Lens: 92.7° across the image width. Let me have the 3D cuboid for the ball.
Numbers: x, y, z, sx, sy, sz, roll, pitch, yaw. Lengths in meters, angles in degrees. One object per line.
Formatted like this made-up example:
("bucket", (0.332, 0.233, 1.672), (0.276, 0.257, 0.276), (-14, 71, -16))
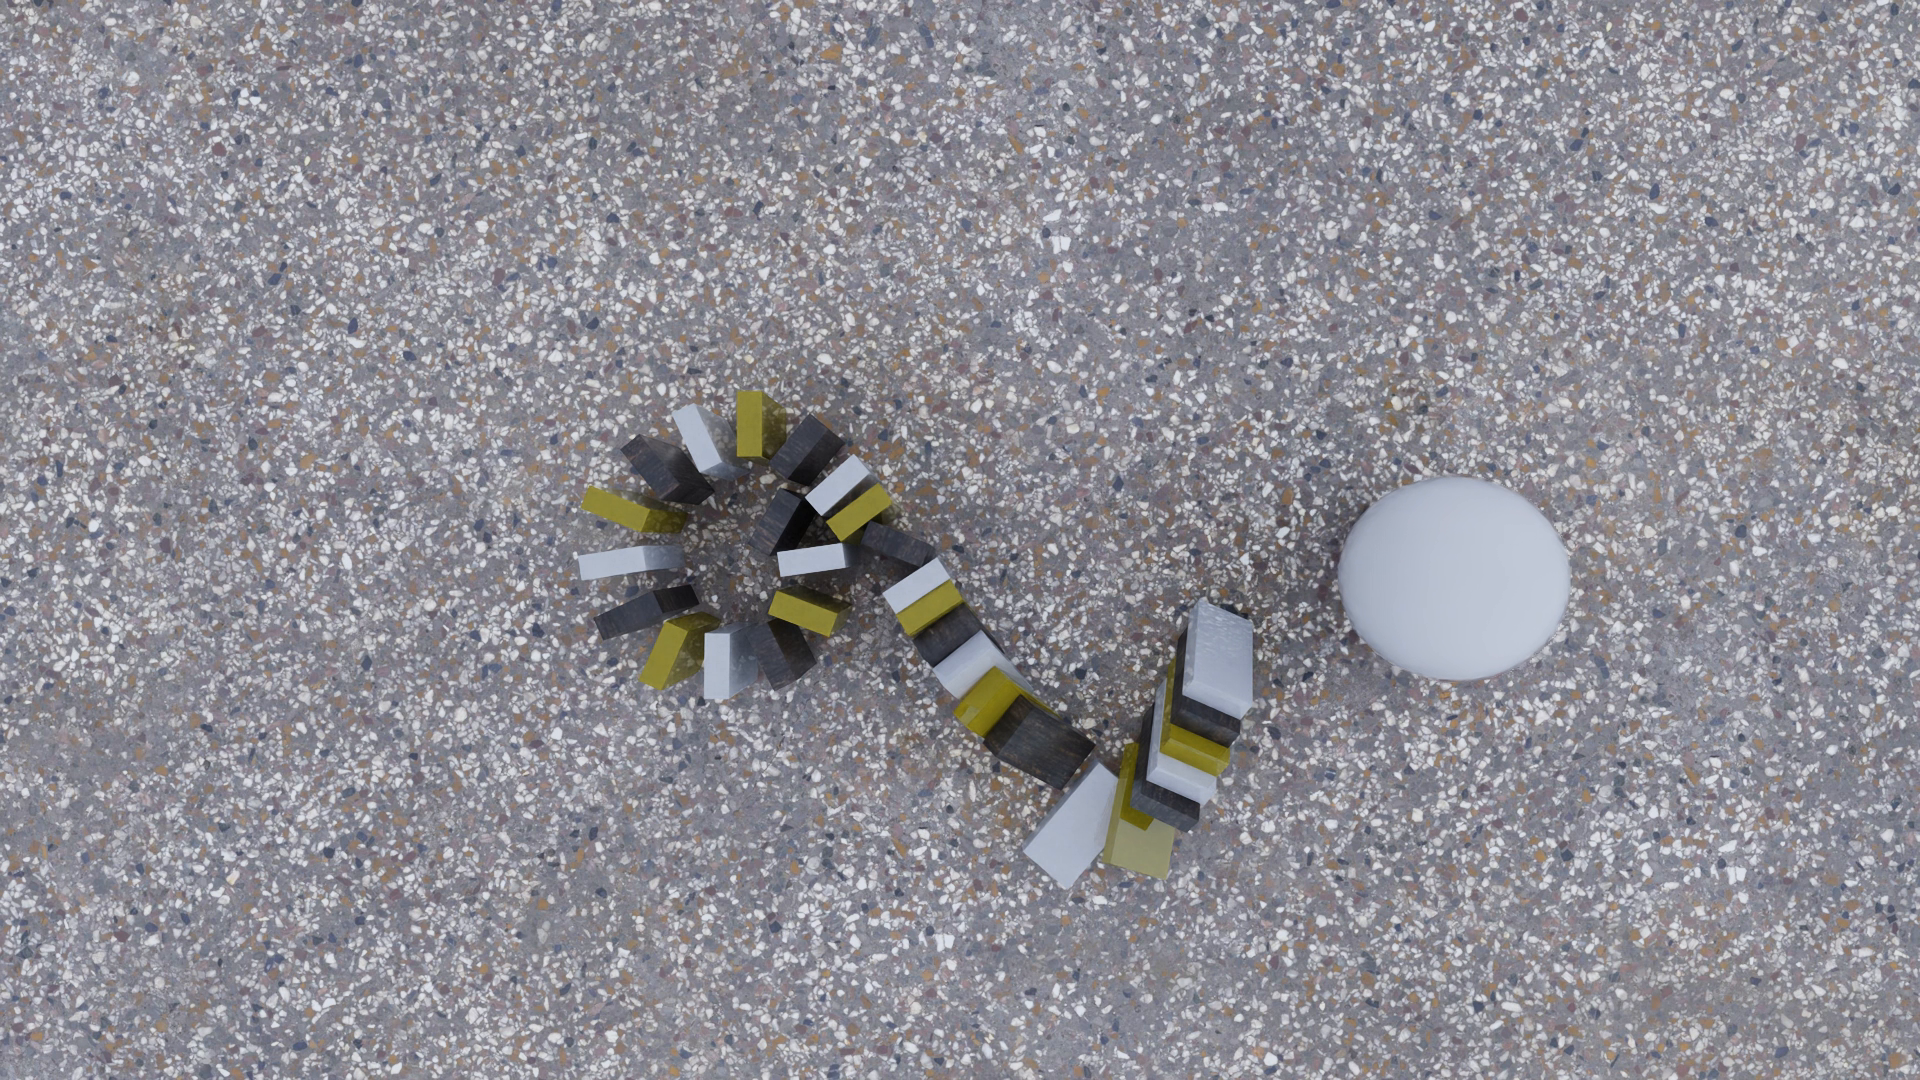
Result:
("ball", (0.192, 0.015, 0.360), (0.080, 0.080, 0.080), (0, 90, 0))

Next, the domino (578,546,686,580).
("domino", (-0.133, 0.009, 0.375), (0.025, 0.050, 0.009), (-9, 90, 0))

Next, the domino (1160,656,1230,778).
("domino", (0.098, 0.071, 0.378), (0.025, 0.050, 0.009), (24, 129, 0))

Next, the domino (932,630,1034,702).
("domino", (0.010, 0.058, 0.377), (0.025, 0.050, 0.010), (-39, 53, 0))

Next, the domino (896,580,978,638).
("domino", (-0.008, 0.031, 0.375), (0.025, 0.050, 0.010), (-33, 76, 0))

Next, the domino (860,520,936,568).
("domino", (-0.024, 0.003, 0.374), (0.025, 0.050, 0.010), (22, 88, 2))

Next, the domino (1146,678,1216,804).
("domino", (0.092, 0.082, 0.378), (0.025, 0.050, 0.009), (24, 129, 0))

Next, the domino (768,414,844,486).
("domino", (-0.062, -0.036, 0.375), (0.009, 0.050, 0.025), (40, 90, 0))

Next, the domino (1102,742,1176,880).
("domino", (0.078, 0.113, 0.385), (0.025, 0.010, 0.050), (19, 70, -8))

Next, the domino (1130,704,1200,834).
("domino", (0.086, 0.093, 0.378), (0.025, 0.050, 0.009), (25, 129, 0))

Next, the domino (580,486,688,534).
("domino", (-0.132, -0.012, 0.375), (0.025, 0.050, 0.009), (22, 90, 0))

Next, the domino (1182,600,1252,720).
("domino", (0.107, 0.048, 0.378), (0.025, 0.050, 0.009), (24, 129, 0))

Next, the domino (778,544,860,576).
("domino", (-0.057, 0.008, 0.375), (0.025, 0.050, 0.009), (-8, 90, 0))

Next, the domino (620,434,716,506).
("domino", (-0.118, -0.028, 0.375), (0.009, 0.050, 0.025), (-39, 90, 0))

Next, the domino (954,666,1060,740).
("domino", (0.021, 0.073, 0.379), (0.025, 0.050, 0.010), (-48, 46, 0))

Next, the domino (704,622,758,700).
("domino", (-0.093, 0.048, 0.375), (0.009, 0.050, 0.025), (1, 90, 0))

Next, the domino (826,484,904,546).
("domino", (-0.038, -0.010, 0.375), (0.025, 0.050, 0.009), (-37, 87, 0))

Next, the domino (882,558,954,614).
("domino", (-0.016, 0.018, 0.375), (0.025, 0.050, 0.009), (-33, 87, 0))

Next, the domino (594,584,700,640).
("domino", (-0.127, 0.029, 0.375), (0.025, 0.050, 0.010), (-25, 90, 0))

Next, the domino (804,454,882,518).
("domino", (-0.047, -0.021, 0.375), (0.025, 0.050, 0.010), (-42, 90, 0))

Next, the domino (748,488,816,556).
("domino", (-0.071, -0.007, 0.375), (0.009, 0.050, 0.025), (30, 90, 0))

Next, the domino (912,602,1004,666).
("domino", (0.000, 0.044, 0.376), (0.025, 0.050, 0.010), (-36, 64, 0))

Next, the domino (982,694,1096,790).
("domino", (0.034, 0.085, 0.380), (0.025, 0.010, 0.050), (-52, 132, 0))

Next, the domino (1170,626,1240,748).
("domino", (0.102, 0.059, 0.378), (0.025, 0.050, 0.010), (24, 129, 0))

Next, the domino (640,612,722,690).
("domino", (-0.113, 0.044, 0.375), (0.010, 0.050, 0.025), (24, 90, 0))

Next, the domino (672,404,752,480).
("domino", (-0.101, -0.039, 0.375), (0.010, 0.050, 0.025), (-25, 90, 0))

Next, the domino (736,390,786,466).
("domino", (-0.080, -0.044, 0.375), (0.009, 0.050, 0.025), (0, 90, 0))

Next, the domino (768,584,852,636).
("domino", (-0.060, 0.028, 0.375), (0.025, 0.050, 0.010), (21, 90, 0))

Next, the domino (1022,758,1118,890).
("domino", (0.053, 0.122, 0.395), (0.025, 0.009, 0.050), (41, 90, 0))

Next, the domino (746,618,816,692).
("domino", (-0.072, 0.045, 0.375), (0.010, 0.050, 0.025), (-27, 90, 0))
